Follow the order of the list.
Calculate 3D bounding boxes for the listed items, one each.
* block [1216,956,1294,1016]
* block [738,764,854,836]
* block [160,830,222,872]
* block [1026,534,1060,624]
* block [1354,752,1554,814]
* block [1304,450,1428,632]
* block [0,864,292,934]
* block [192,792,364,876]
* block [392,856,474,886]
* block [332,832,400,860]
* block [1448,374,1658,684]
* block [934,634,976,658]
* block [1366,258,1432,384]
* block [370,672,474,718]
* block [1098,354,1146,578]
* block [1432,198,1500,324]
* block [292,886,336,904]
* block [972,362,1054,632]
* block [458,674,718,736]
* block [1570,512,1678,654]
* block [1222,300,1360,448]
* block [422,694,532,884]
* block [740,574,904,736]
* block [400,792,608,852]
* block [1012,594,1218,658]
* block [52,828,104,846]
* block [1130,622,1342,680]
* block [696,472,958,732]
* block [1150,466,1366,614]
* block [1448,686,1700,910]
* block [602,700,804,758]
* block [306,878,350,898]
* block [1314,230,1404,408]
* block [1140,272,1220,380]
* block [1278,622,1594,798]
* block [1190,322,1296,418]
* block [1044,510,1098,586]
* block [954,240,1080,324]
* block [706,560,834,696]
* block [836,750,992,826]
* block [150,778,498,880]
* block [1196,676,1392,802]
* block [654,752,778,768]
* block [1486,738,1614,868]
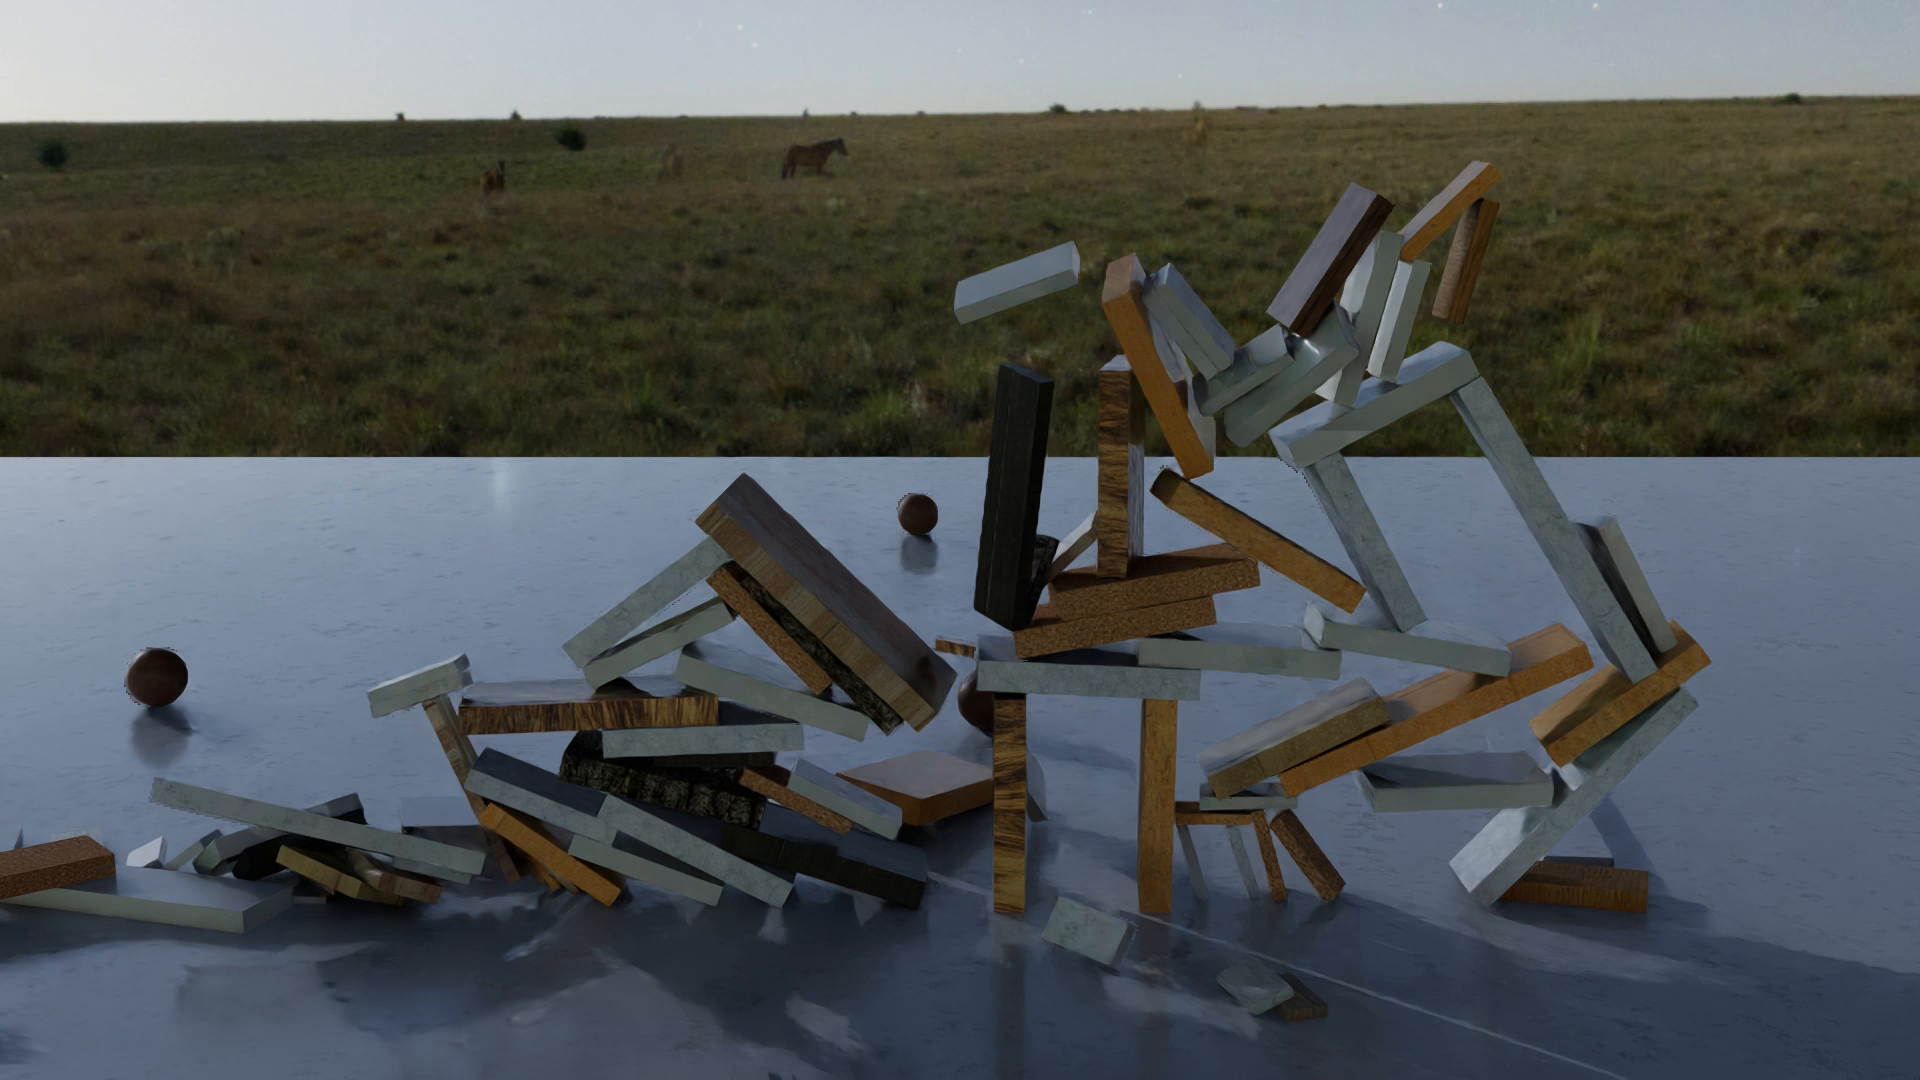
[{"bbox_3d":[0.431,0.651,3.217,0.063,0.018,0.127,-25,16,-13],"label":"block"},{"bbox_3d":[-0.267,0.420,3.637,0.196,0.028,0.098,27,9,-4],"label":"block"},{"bbox_3d":[-1.309,0.537,3.716,0.125,0.018,0.063,-35,2,15],"label":"block"},{"bbox_3d":[0.112,0.061,3.562,0.020,0.143,0.072,22,-6,-27],"label":"block"},{"bbox_3d":[0.813,0.400,3.638,0.293,0.042,0.147,-2,15,-3],"label":"block"},{"bbox_3d":[0.646,-0.013,3.565,0.045,0.318,0.159,-29,12,2],"label":"block"},{"bbox_3d":[-1.348,0.581,3.617,0.491,0.037,0.130,3,11,18],"label":"block"},{"bbox_3d":[-1.165,0.508,3.762,0.260,0.037,0.130,-17,-13,-40],"label":"block"},{"bbox_3d":[-0.853,0.537,3.565,0.125,0.018,0.063,14,-12,-7],"label":"block"},{"bbox_3d":[-1.055,0.542,3.864,0.157,0.022,0.078,-4,11,-22],"label":"block"},{"bbox_3d":[0.950,-0.028,3.555,0.045,0.560,0.159,-32,9,7],"label":"block"},{"bbox_3d":[-0.007,0.173,3.589,0.063,0.018,0.127,12,1,0],"label":"block"},{"bbox_3d":[0.696,-0.352,3.492,0.028,0.194,0.097,14,12,-4],"label":"block"},{"bbox_3d":[-0.876,0.252,3.579,0.153,0.022,0.077,-20,0,1],"label":"block"},{"bbox_3d":[0.261,-0.122,3.548,0.047,0.333,0.166,3,14,13],"label":"block"},{"bbox_3d":[0.800,-0.444,3.483,0.028,0.194,0.097,14,10,-5],"label":"block"},{"bbox_3d":[-1.086,0.589,3.639,0.092,0.013,0.046,1,10,5],"label":"block"},{"bbox_3d":[0.082,-0.066,3.456,0.028,0.415,0.099,-11,27,-37],"label":"block"},{"bbox_3d":[-0.605,0.269,3.618,0.412,0.046,0.162,-2,10,-6],"label":"block"},{"bbox_3d":[1.083,0.069,3.589,0.033,0.236,0.118,-29,7,-2],"label":"block"},{"bbox_3d":[0.517,-0.261,3.473,0.035,0.245,0.122,36,29,-25],"label":"block"},{"bbox_3d":[-0.809,0.410,3.679,0.022,0.344,0.076,-27,-3,4],"label":"block"},{"bbox_3d":[-0.210,0.170,3.632,0.344,0.049,0.172,46,8,1],"label":"block"},{"bbox_3d":[-0.767,0.504,3.931,0.450,0.050,0.178,0,10,-15],"label":"block"},{"bbox_3d":[0.247,0.125,3.576,0.322,0.046,0.161,-10,10,2],"label":"block"},{"bbox_3d":[-1.549,0.542,3.864,0.078,0.022,0.157,-5,12,-25],"label":"block"},{"bbox_3d":[0.447,0.174,3.589,0.322,0.046,0.161,5,11,-1],"label":"block"},{"bbox_3d":[-0.211,0.098,3.572,0.490,0.049,0.172,44,21,-5],"label":"block"},{"bbox_3d":[0.478,-0.001,3.547,0.348,0.047,0.167,30,6,-9],"label":"block"},{"bbox_3d":[1.008,0.406,3.632,0.042,0.475,0.147,43,8,-8],"label":"block"},{"bbox_3d":[-0.424,0.310,3.636,0.324,0.046,0.162,-2,10,-6],"label":"block"},{"bbox_3d":[-1.037,0.571,3.637,0.092,0.013,0.046,13,-7,45],"label":"block"},{"bbox_3d":[0.631,-0.356,3.485,0.035,0.278,0.122,14,10,-8],"label":"block"},{"bbox_3d":[0.351,-0.339,3.480,0.024,0.171,0.086,-34,18,24],"label":"block"},{"bbox_3d":[0.769,0.279,3.630,0.534,0.044,0.154,-24,10,4],"label":"block"},{"bbox_3d":[0.449,-0.270,3.498,0.171,0.024,0.086,-32,33,21],"label":"block"},{"bbox_3d":[0.176,0.017,3.577,0.020,0.143,0.072,42,26,-9],"label":"block"},{"bbox_3d":[0.090,-0.404,3.453,0.198,0.028,0.099,-18,30,16],"label":"block"},{"bbox_3d":[-0.302,0.142,3.629,0.261,0.037,0.130,46,7,1],"label":"block"},{"bbox_3d":[-0.070,0.455,4.069,0.178,0.050,0.355,14,8,25],"label":"block"},{"bbox_3d":[-1.036,0.475,3.606,0.545,0.037,0.131,13,-12,0],"label":"block"},{"bbox_3d":[0.548,0.326,3.633,0.309,0.044,0.154,-26,8,3],"label":"block"},{"bbox_3d":[-0.402,0.348,3.634,0.196,0.028,0.098,0,10,0],"label":"block"},{"bbox_3d":[1.095,0.489,4.123,0.118,0.033,0.753,1,11,6],"label":"block"}]
